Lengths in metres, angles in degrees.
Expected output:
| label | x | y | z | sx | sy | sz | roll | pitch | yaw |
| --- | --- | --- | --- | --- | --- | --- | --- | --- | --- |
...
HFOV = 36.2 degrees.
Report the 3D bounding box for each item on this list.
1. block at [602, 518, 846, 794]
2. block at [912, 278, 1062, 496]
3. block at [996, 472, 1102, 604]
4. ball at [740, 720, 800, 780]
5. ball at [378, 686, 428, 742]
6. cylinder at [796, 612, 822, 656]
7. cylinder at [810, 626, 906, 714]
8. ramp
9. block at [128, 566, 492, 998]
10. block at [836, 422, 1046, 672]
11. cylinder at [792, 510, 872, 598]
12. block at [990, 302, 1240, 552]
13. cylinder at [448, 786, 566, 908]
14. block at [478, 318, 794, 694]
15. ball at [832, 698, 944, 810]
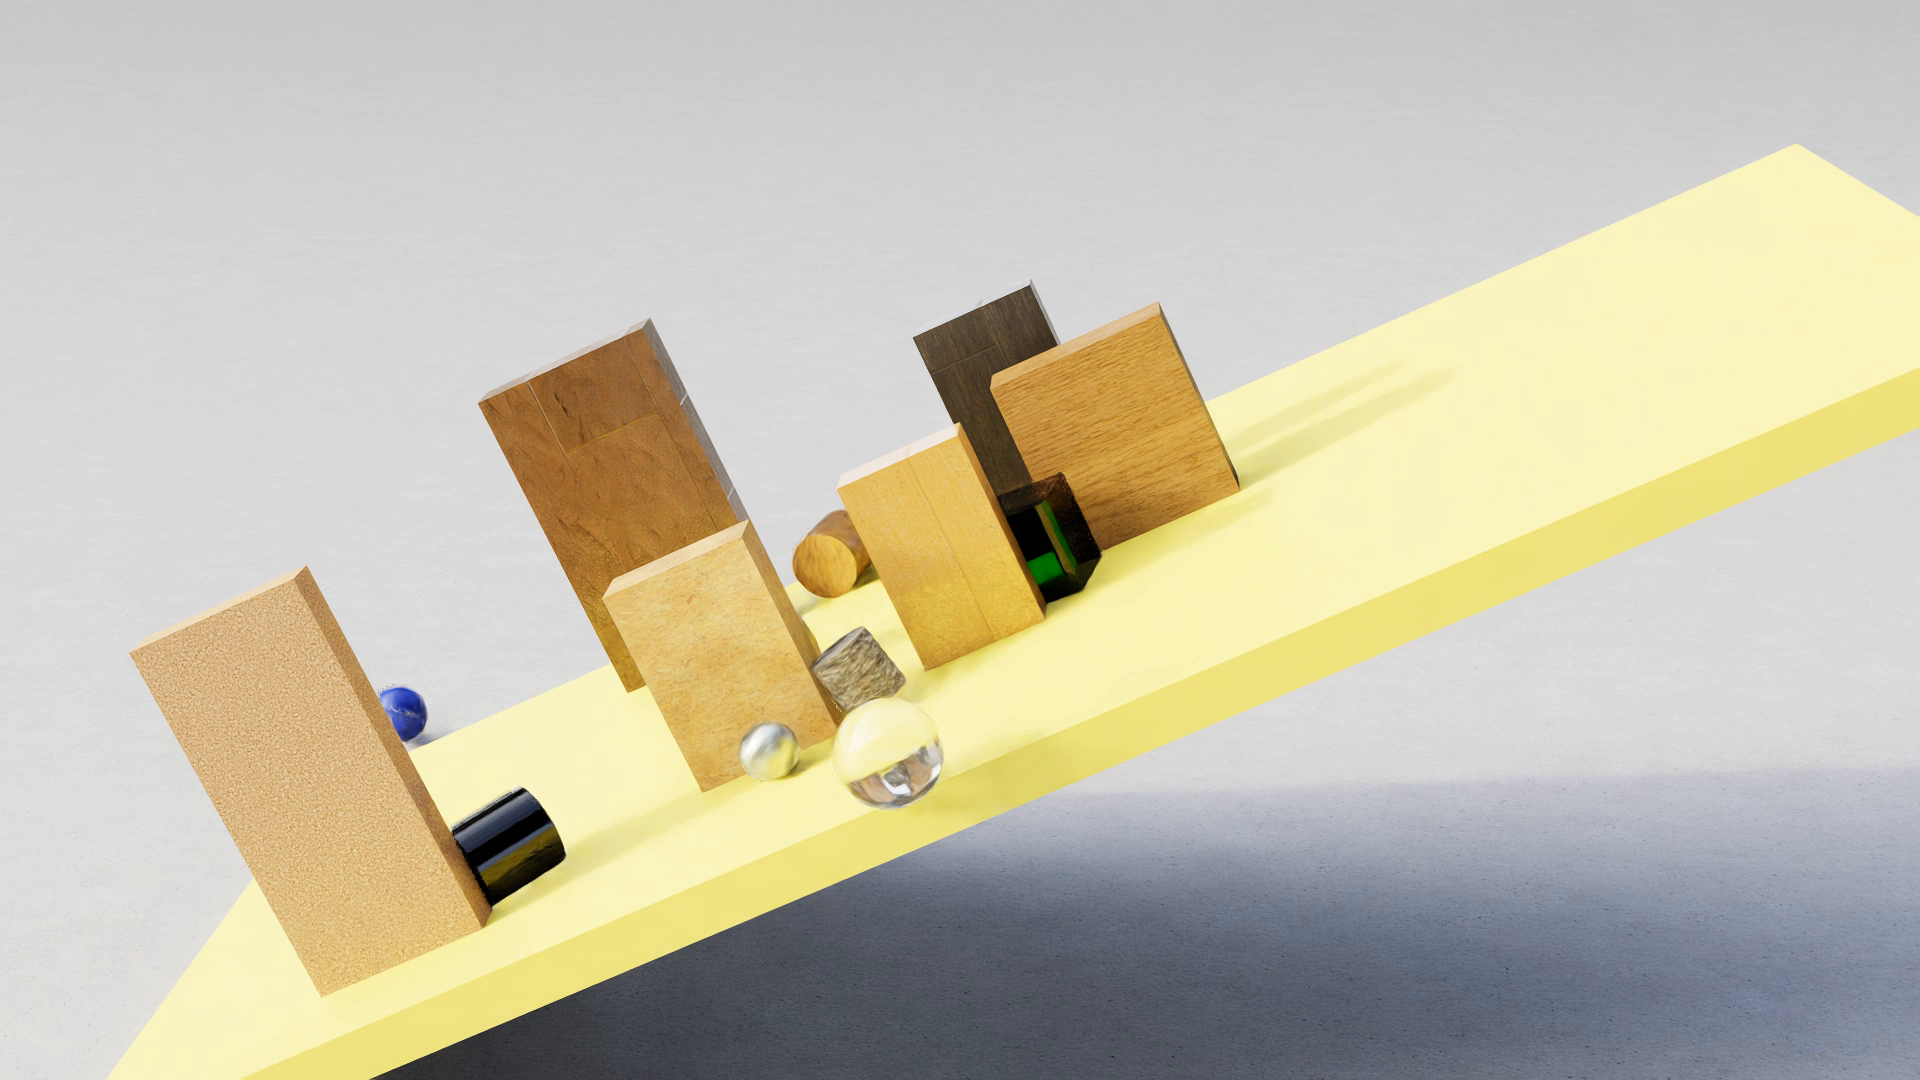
| label | x | y | z | sx | sy | sz | roll | pitch | yaw |
| --- | --- | --- | --- | --- | --- | --- | --- | --- | --- |
| block | -0.473 | 0.235 | 5.941 | 0.310 | 0.451 | 0.138 | -24 | 13 | 9 |
| block | 0.142 | -0.270 | 6.537 | 0.283 | 0.551 | 0.089 | -24 | 13 | 9 |
| block | 0.146 | 0.014 | 6.192 | 0.204 | 0.204 | 0.204 | -21 | 14 | 21 |
| ball | -0.374 | 0.414 | 5.797 | 0.116 | 0.116 | 0.116 | 0 | 16 | 0 |
| ball | -1.558 | 0.485 | 8.177 | 0.157 | 0.157 | 0.157 | 0 | 16 | 0 |
| cylinder | -0.429 | 0.250 | 6.355 | 0.189 | 0.189 | 0.189 | -34 | 30 | -22 |
| cylinder | -0.204 | 0.268 | 5.894 | 0.138 | 0.138 | 0.138 | -37 | 9 | 7 |
| ramp | 0.135 | 0.169 | 6.283 | 4.000 | 0.100 | 2.000 | -24 | 13 | 9 |
| block | -1.260 | 0.476 | 5.737 | 0.362 | 0.783 | 0.096 | -24 | 13 | 9 |
| block | -0.035 | 0.015 | 6.032 | 0.271 | 0.426 | 0.117 | -24 | 13 | 9 |
| cylinder | -0.297 | 0.033 | 7.041 | 0.162 | 0.162 | 0.162 | 5 | 26 | 18 |
| block | 0.333 | -0.230 | 6.307 | 0.392 | 0.422 | 0.141 | -24 | 13 | 9 |
| cylinder | -0.914 | 0.615 | 5.891 | 0.178 | 0.178 | 0.178 | -32 | 29 | -25 |
| block | -0.762 | -0.078 | 6.971 | 0.431 | 0.781 | 0.126 | -24 | 13 | 9 |
| ball | -0.129 | 0.384 | 5.281 | 0.203 | 0.203 | 0.203 | 0 | 16 | 0 |
